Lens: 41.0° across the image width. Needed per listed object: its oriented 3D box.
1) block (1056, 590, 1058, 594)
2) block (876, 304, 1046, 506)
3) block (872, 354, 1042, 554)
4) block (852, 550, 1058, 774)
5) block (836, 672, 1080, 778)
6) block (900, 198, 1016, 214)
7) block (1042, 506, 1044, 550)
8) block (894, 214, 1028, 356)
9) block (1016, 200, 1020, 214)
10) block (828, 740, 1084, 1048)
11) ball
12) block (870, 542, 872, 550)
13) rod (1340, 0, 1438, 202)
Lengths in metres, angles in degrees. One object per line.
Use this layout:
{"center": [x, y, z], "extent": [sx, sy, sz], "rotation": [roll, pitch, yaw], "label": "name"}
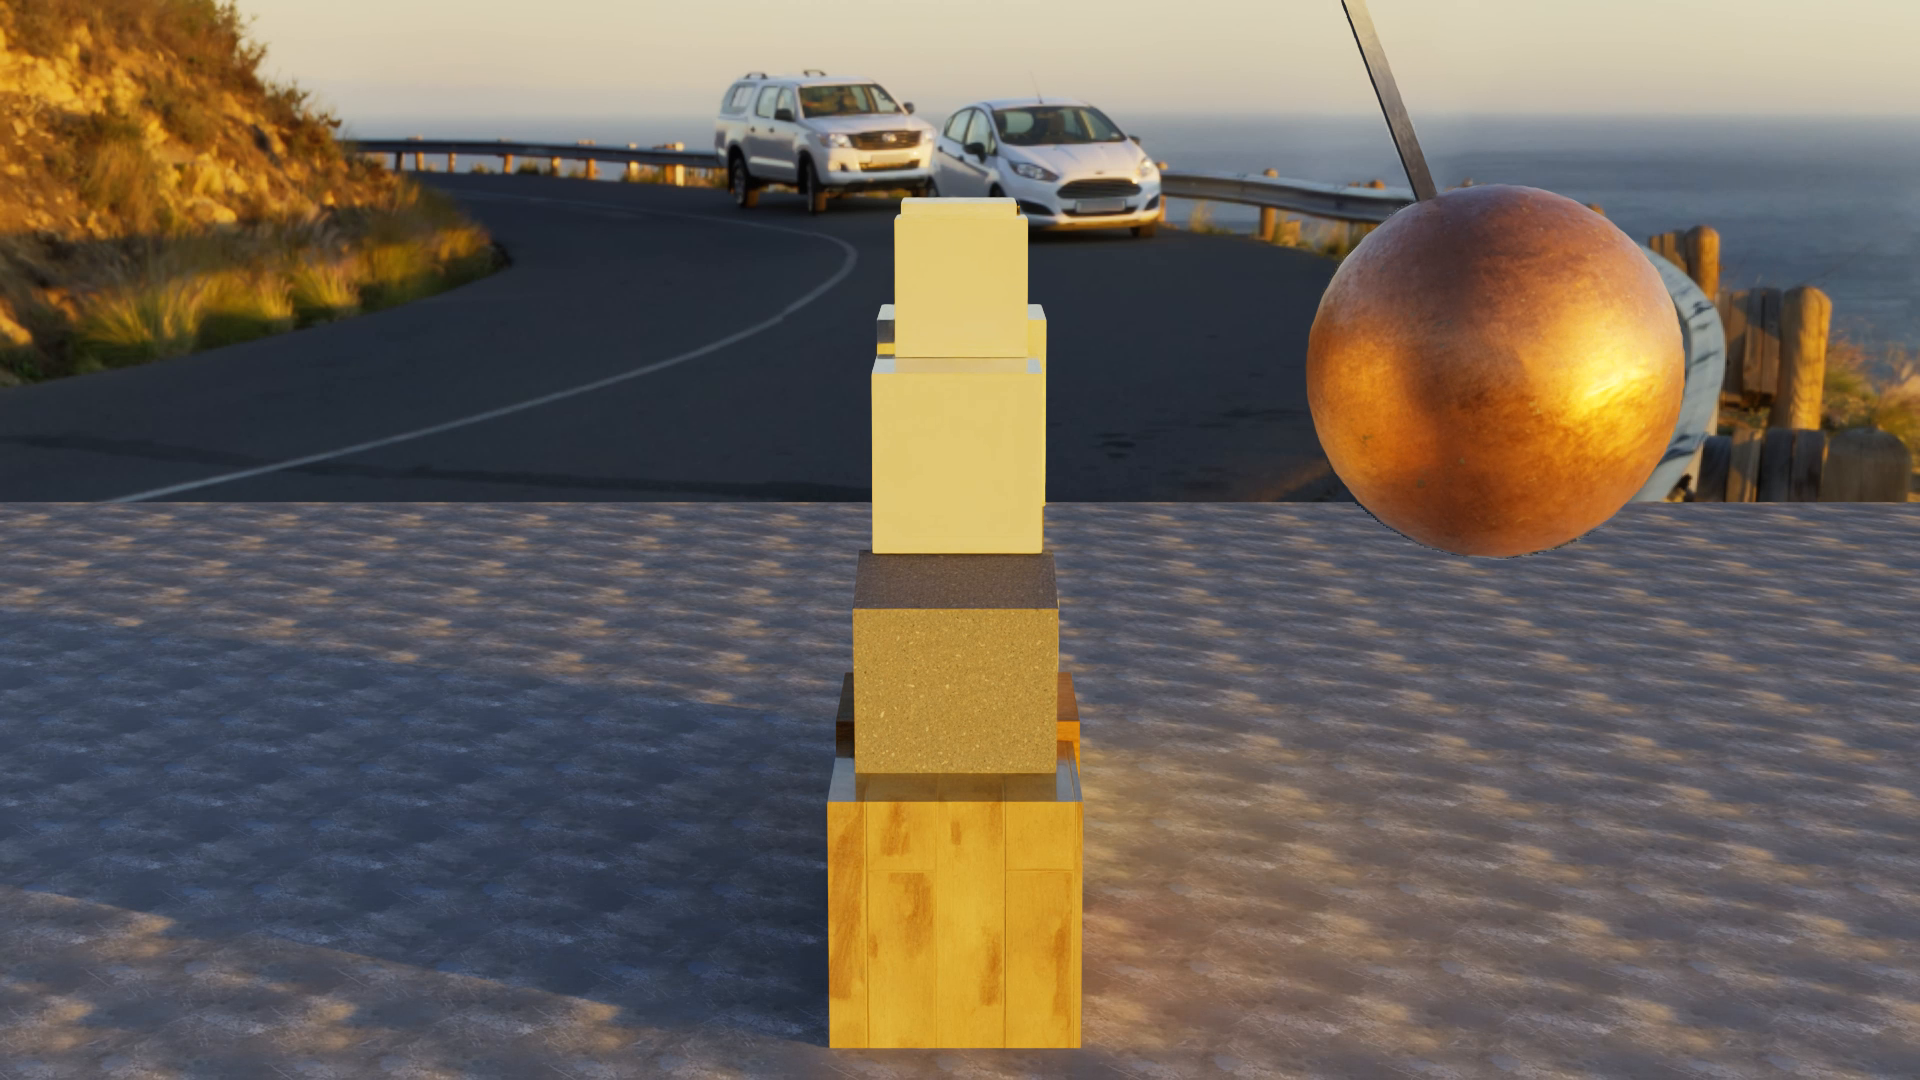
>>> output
{"center": [-0.002, 0.693, 12.990], "extent": [0.960, 0.990, 0.921], "rotation": [0, 10, 0], "label": "block"}
{"center": [0.007, -0.610, 11.410], "extent": [0.725, 0.810, 0.720], "rotation": [0, 10, 0], "label": "block"}
{"center": [-0.011, -0.352, 10.151], "extent": [0.650, 0.695, 0.684], "rotation": [0, 10, 0], "label": "block"}
{"center": [-0.016, 0.454, 9.770], "extent": [0.751, 0.656, 0.639], "rotation": [0, 19, 0], "label": "block"}
{"center": [-0.008, 1.130, 10.536], "extent": [0.954, 1.007, 0.835], "rotation": [0, 10, 0], "label": "block"}
{"center": [-0.006, -1.195, 10.951], "extent": [0.480, 0.506, 0.477], "rotation": [0, 10, 0], "label": "block"}
{"center": [-0.003, 0.048, 11.969], "extent": [0.759, 0.684, 0.806], "rotation": [0, 10, 0], "label": "block"}
{"center": [0.005, -1.044, 10.486], "extent": [0.530, 0.550, 0.480], "rotation": [0, 9, 0], "label": "block"}
{"center": [0.009, -1.267, 11.445], "extent": [0.503, 0.470, 0.502], "rotation": [0, 10, 0], "label": "block"}
{"center": [-0.017, 1.320, 9.702], "extent": [0.917, 0.931, 0.854], "rotation": [0, 10, 0], "label": "block"}
{"center": [2.295, -0.726, 11.048], "extent": [1.600, 1.600, 1.600], "rotation": [0, 10, 0], "label": "ball"}
{"center": [-0.020, 0.284, 10.486], "extent": [0.662, 0.677, 0.693], "rotation": [0, 10, 0], "label": "block"}
{"center": [0.994, -3.817, 10.486], "extent": [0.080, 5.200, 0.080], "rotation": [-22, 10, 4], "label": "rod"}
